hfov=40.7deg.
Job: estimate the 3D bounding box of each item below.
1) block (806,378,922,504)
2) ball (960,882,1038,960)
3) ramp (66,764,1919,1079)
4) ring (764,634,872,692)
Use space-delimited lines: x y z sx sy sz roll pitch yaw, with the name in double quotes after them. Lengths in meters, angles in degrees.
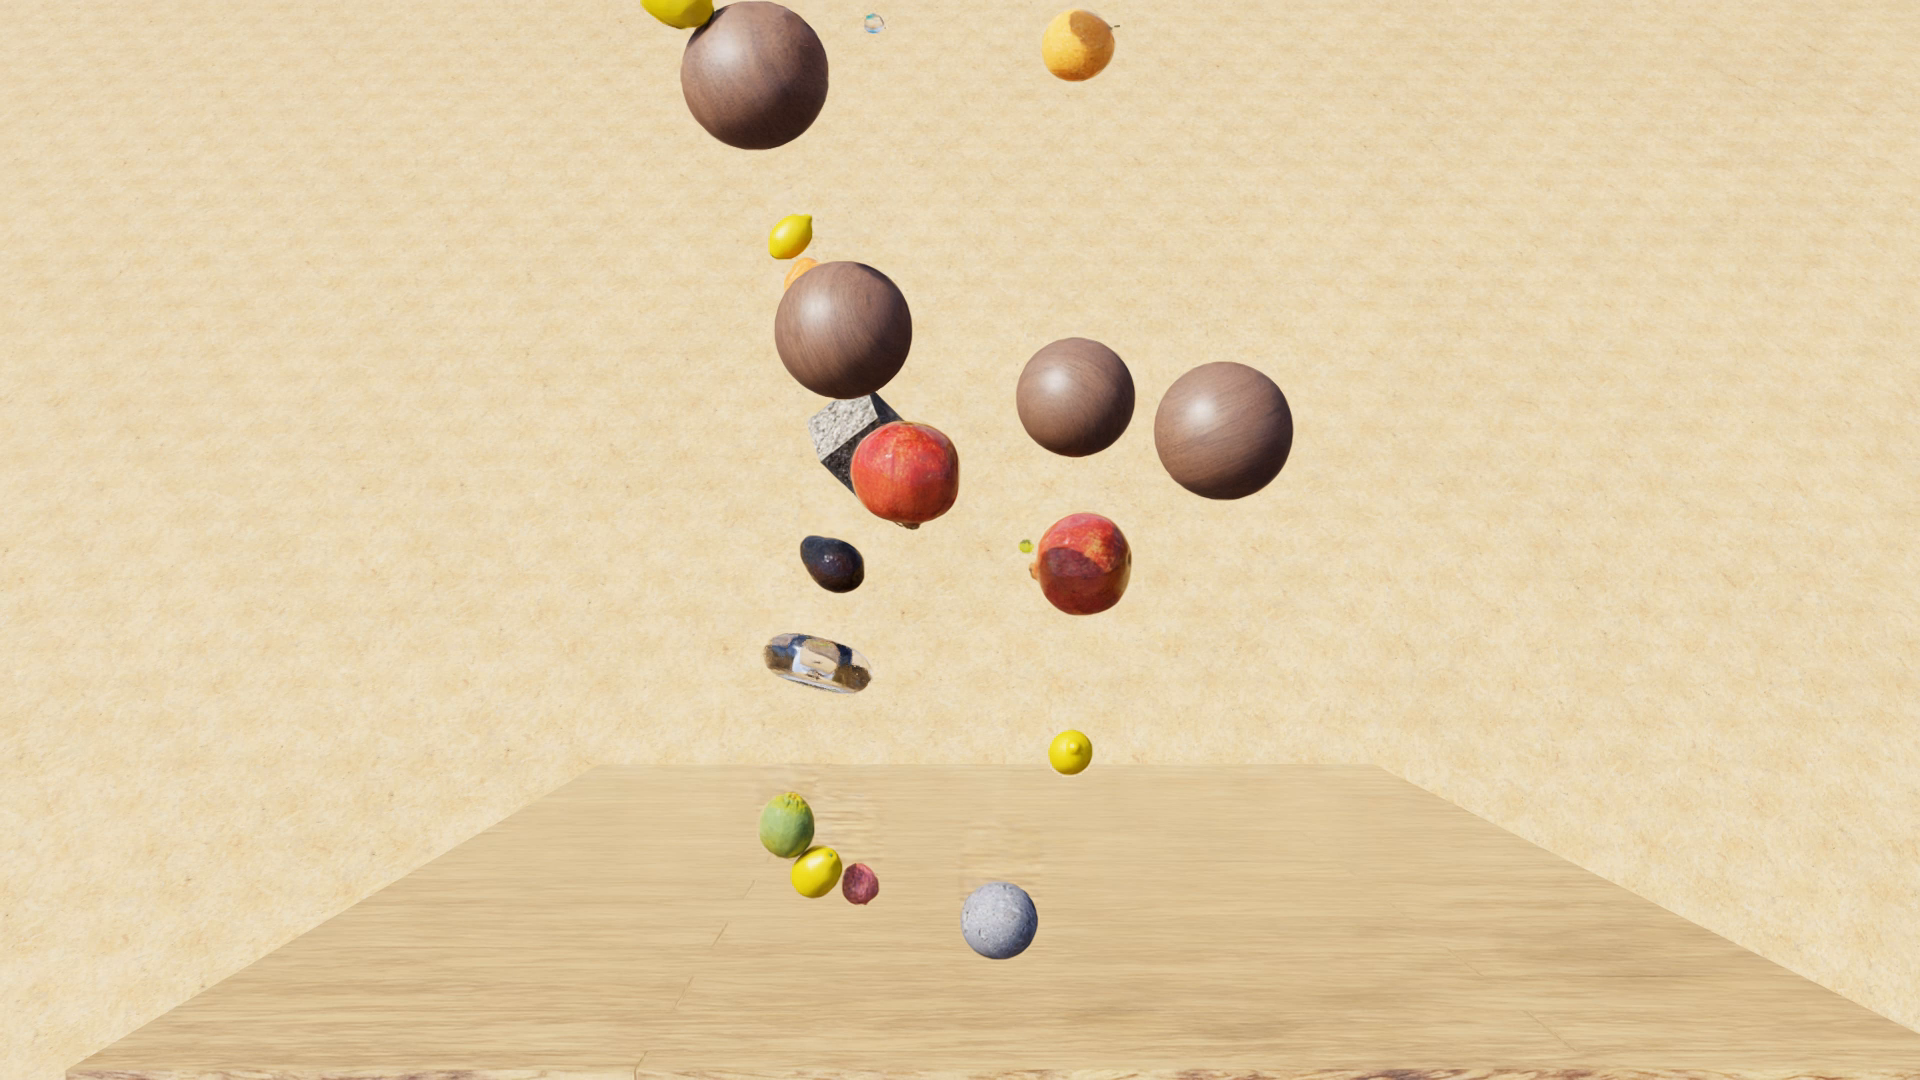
-0.104 -0.106 2.788 0.079 0.079 0.079 -37 37 12 "block"
0.041 0.399 2.718 0.081 0.081 0.081 0 31 0 "ball"
0.069 0.615 4.691 2.000 0.100 4.000 0 0 0 "ramp"
-0.140 0.122 2.559 0.111 0.111 0.037 10 76 16 "ring"
